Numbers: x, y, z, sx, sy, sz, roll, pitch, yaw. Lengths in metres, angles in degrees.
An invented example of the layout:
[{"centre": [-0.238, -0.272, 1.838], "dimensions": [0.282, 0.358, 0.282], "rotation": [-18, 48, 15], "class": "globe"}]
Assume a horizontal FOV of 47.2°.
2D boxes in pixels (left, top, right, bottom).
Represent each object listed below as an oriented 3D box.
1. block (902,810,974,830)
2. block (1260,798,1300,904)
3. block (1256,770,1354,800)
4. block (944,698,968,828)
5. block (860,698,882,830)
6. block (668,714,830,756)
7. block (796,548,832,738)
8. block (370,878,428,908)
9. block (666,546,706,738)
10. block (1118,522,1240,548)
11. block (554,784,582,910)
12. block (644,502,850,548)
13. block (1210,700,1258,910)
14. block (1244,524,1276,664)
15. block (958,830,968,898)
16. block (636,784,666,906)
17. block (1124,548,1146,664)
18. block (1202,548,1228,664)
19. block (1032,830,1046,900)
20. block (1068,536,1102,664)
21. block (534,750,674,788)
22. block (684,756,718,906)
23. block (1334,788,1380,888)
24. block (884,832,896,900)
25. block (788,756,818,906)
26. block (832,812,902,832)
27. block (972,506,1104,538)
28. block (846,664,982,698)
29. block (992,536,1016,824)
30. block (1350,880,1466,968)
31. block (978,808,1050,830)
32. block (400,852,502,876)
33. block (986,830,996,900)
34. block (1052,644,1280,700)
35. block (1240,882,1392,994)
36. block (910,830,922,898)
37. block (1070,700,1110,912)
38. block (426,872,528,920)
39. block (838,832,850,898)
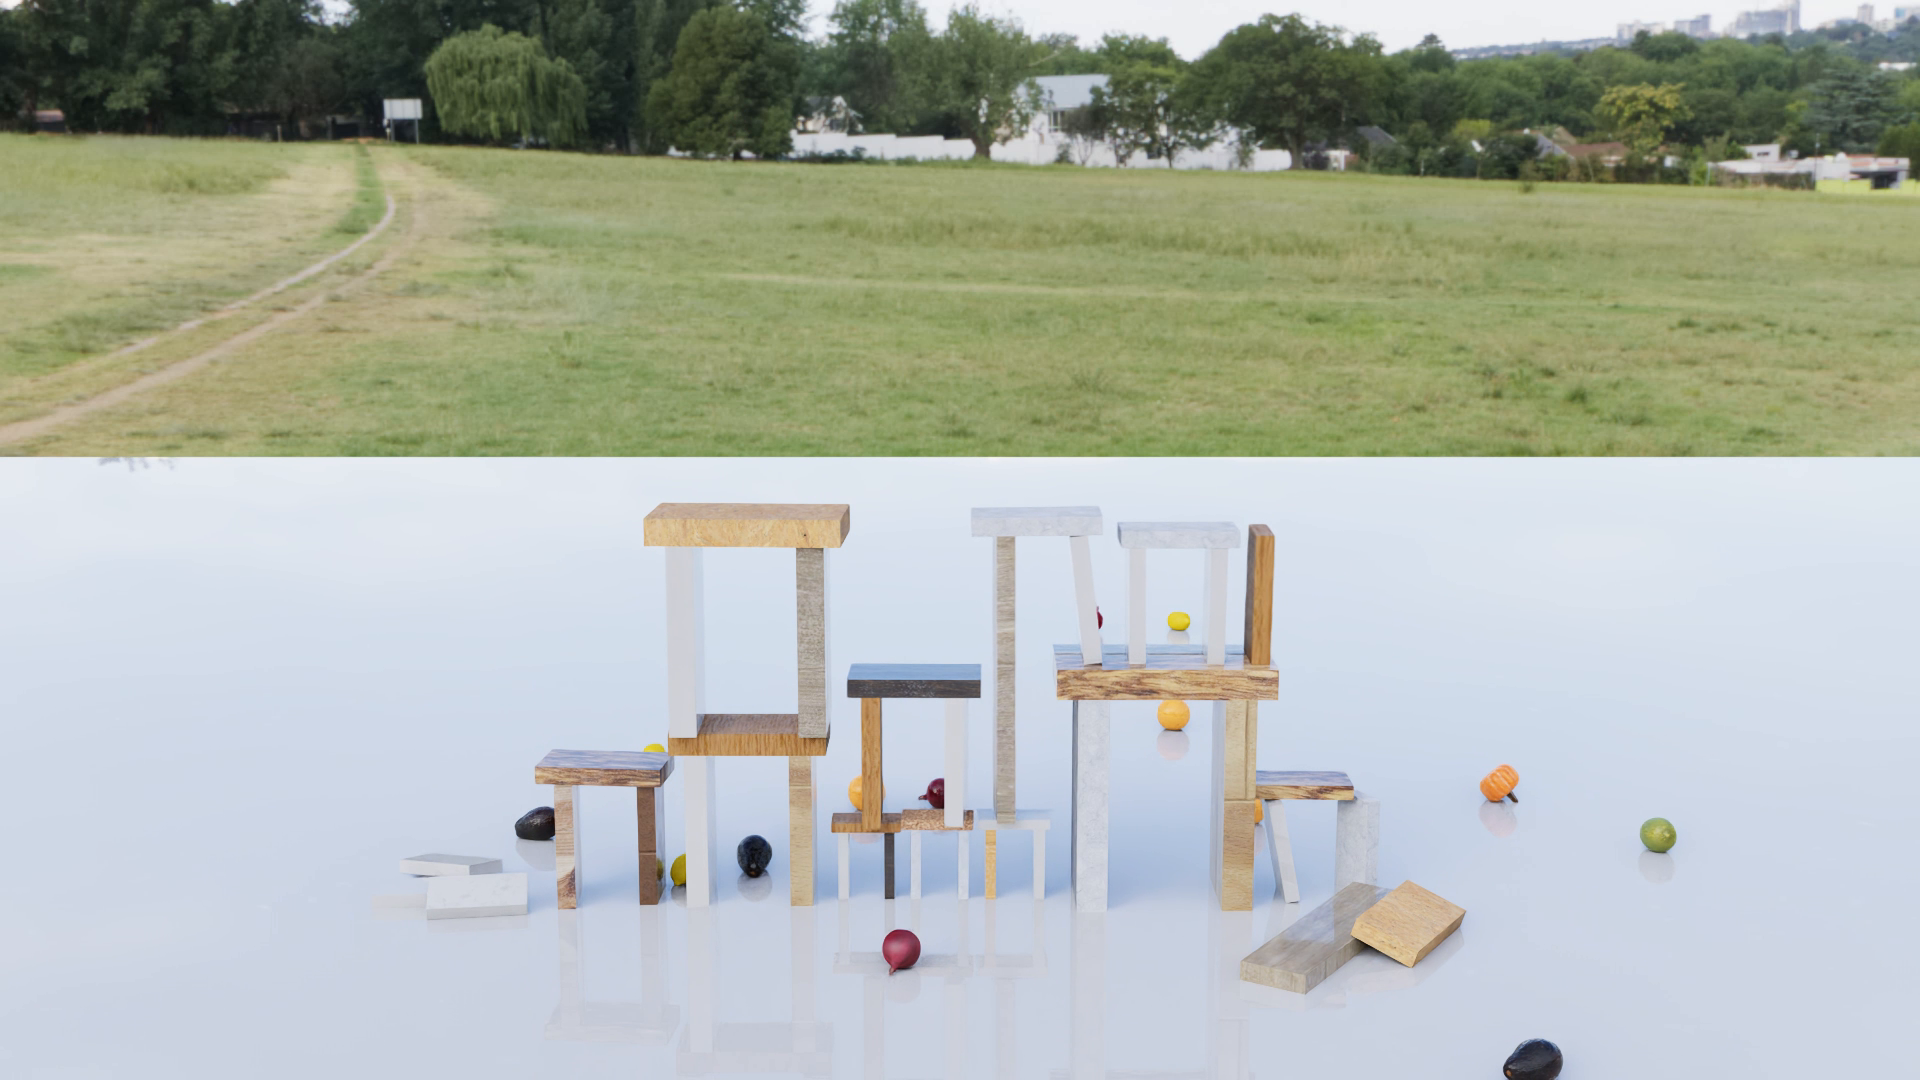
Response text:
[{"centre": [-0.037, 0.464, 3.648], "dimensions": [0.119, 0.017, 0.059], "rotation": [1, 11, 1], "class": "block"}, {"centre": [0.530, 0.507, 3.648], "dimensions": [0.024, 0.169, 0.085], "rotation": [-12, 11, -1], "class": "block"}, {"centre": [0.562, 0.407, 3.655], "dimensions": [0.169, 0.024, 0.085], "rotation": [1, 10, 0], "class": "block"}, {"centre": [-0.005, 0.352, 3.618], "dimensions": [0.031, 0.216, 0.108], "rotation": [1, 11, 5], "class": "block"}, {"centre": [-0.145, 0.353, 3.623], "dimensions": [0.031, 0.221, 0.108], "rotation": [0, 11, 0], "class": "block"}, {"centre": [-0.345, 0.320, 3.622], "dimensions": [0.256, 0.036, 0.128], "rotation": [0, 11, 0], "class": "block"}, {"centre": [-0.237, 0.150, 3.584], "dimensions": [0.044, 0.312, 0.156], "rotation": [0, 11, 0], "class": "block"}, {"centre": [-0.887, 0.583, 3.643], "dimensions": [0.159, 0.023, 0.080], "rotation": [-1, 11, -5], "class": "block"}, {"centre": [-0.447, 0.150, 3.585], "dimensions": [0.044, 0.312, 0.156], "rotation": [0, 11, -1], "class": "block"}, {"centre": [0.353, -0.008, 3.558], "dimensions": [0.190, 0.027, 0.095], "rotation": [0, 11, 0], "class": "block"}, {"centre": [-0.646, 0.493, 3.627], "dimensions": [0.029, 0.207, 0.103], "rotation": [-1, 11, -4], "class": "block"}, {"centre": [-0.341, -0.025, 3.548], "dimensions": [0.312, 0.044, 0.156], "rotation": [1, 11, 3], "class": "block"}, {"centre": [0.452, 0.415, 3.642], "dimensions": [0.050, 0.355, 0.177], "rotation": [0, 11, 0], "class": "block"}, {"centre": [0.487, 0.088, 3.577], "dimensions": [0.030, 0.211, 0.106], "rotation": [1, 11, 0], "class": "block"}, {"centre": [0.005, 0.531, 3.663], "dimensions": [0.017, 0.119, 0.059], "rotation": [0, 11, -1], "class": "block"}, {"centre": [-0.511, 0.489, 3.647], "dimensions": [0.029, 0.207, 0.103], "rotation": [0, 11, 0], "class": "block"}, {"centre": [0.285, 0.098, 3.578], "dimensions": [0.027, 0.190, 0.095], "rotation": [-1, 11, 0], "class": "block"}, {"centre": [0.414, 0.098, 3.578], "dimensions": [0.027, 0.190, 0.095], "rotation": [1, 11, 0], "class": "block"}, {"centre": [0.131, 0.531, 3.661], "dimensions": [0.017, 0.120, 0.060], "rotation": [0, 11, -1], "class": "block"}, {"centre": [0.202, 0.087, 3.579], "dimensions": [0.030, 0.210, 0.105], "rotation": [-7, 10, 1], "class": "block"}, {"centre": [-0.583, 0.375, 3.614], "dimensions": [0.207, 0.029, 0.103], "rotation": [1, 11, 5], "class": "block"}, {"centre": [-0.430, 0.464, 3.650], "dimensions": [0.036, 0.256, 0.128], "rotation": [0, 11, 0], "class": "block"}, {"centre": [0.662, 0.505, 3.663], "dimensions": [0.024, 0.169, 0.085], "rotation": [-5, 12, -25], "class": "block"}, {"centre": [-0.117, 0.533, 3.661], "dimensions": [0.016, 0.114, 0.057], "rotation": [0, 11, 0], "class": "block"}, {"centre": [-0.260, 0.464, 3.649], "dimensions": [0.036, 0.256, 0.128], "rotation": [0, 11, 0], "class": "block"}, {"centre": [-0.155, 0.469, 3.649], "dimensions": [0.114, 0.016, 0.057], "rotation": [0, 11, 0], "class": "block"}, {"centre": [0.123, -0.030, 3.557], "dimensions": [0.210, 0.030, 0.105], "rotation": [-1, 11, 0], "class": "block"}, {"centre": [-0.073, 0.230, 3.597], "dimensions": [0.216, 0.031, 0.108], "rotation": [0, 10, 1], "class": "block"}, {"centre": [0.072, 0.220, 3.604], "dimensions": [0.030, 0.478, 0.105], "rotation": [-1, 11, -3], "class": "block"}, {"centre": [0.705, 0.600, 3.448], "dimensions": [0.106, 0.030, 0.211], "rotation": [27, 22, 26], "class": "block"}, {"centre": [0.089, 0.463, 3.649], "dimensions": [0.120, 0.017, 0.060], "rotation": [0, 11, 0], "class": "block"}, {"centre": [-0.864, 0.553, 3.732], "dimensions": [0.159, 0.023, 0.080], "rotation": [-1, 1, 31], "class": "block"}, {"centre": [0.051, 0.531, 3.661], "dimensions": [0.017, 0.120, 0.060], "rotation": [0, 11, 0], "class": "block"}, {"centre": [0.333, 0.216, 3.605], "dimensions": [0.355, 0.050, 0.177], "rotation": [0, 11, 0], "class": "block"}, {"centre": [0.580, 0.617, 3.439], "dimensions": [0.106, 0.030, 0.423], "rotation": [7, 13, 33], "class": "block"}, {"centre": [-0.074, 0.531, 3.663], "dimensions": [0.017, 0.119, 0.059], "rotation": [0, 11, -2], "class": "block"}, {"centre": [0.215, 0.415, 3.642], "dimensions": [0.050, 0.355, 0.177], "rotation": [0, 11, 0], "class": "block"}, {"centre": [-0.786, 0.580, 3.586], "dimensions": [0.159, 0.023, 0.080], "rotation": [-2, 32, -9], "class": "block"}, {"centre": [-0.193, 0.533, 3.661], "dimensions": [0.016, 0.114, 0.057], "rotation": [0, 11, 0], "class": "block"}]
